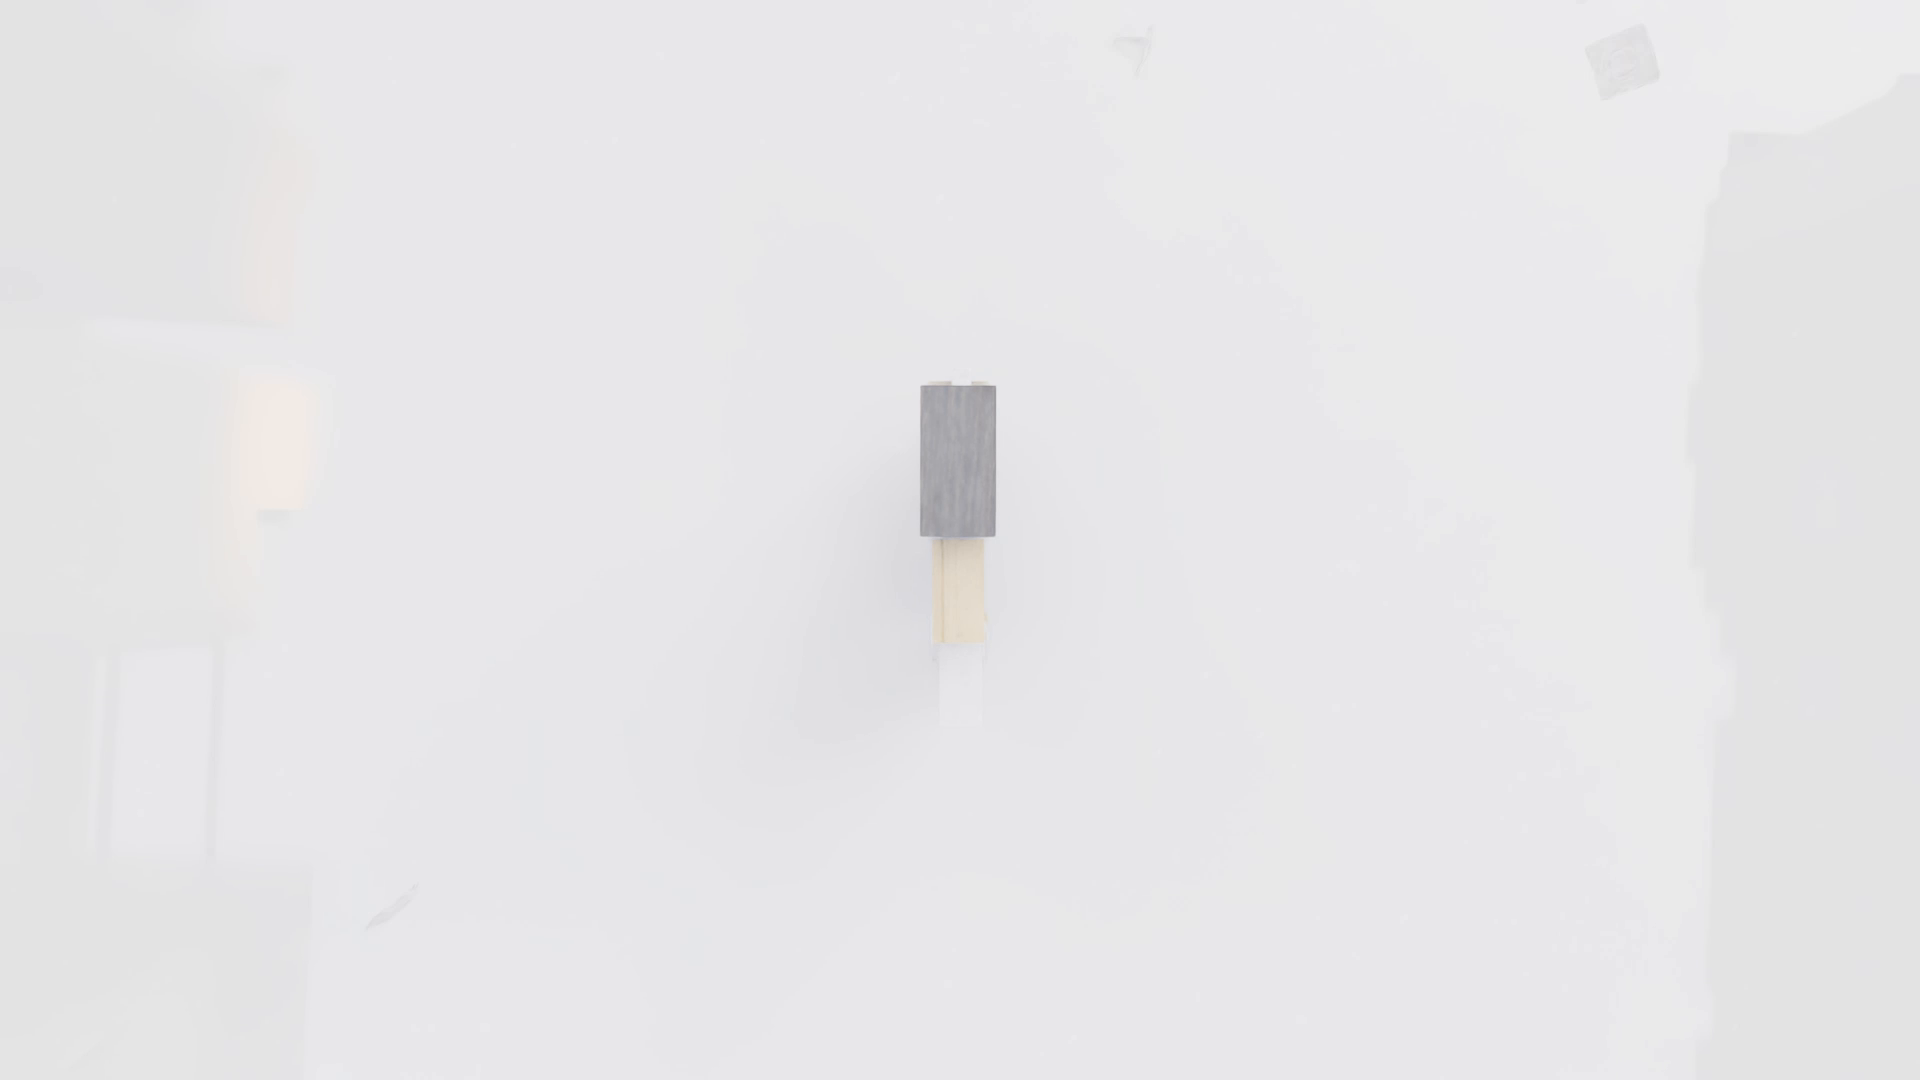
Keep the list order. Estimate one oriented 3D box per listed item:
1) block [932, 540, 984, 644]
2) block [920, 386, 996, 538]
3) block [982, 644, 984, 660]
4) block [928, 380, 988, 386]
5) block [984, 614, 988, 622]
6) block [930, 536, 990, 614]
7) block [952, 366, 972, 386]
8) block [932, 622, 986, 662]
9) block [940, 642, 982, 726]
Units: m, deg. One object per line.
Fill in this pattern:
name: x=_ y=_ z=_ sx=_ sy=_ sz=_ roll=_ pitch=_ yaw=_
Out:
block: x=-0.004 y=0.120 z=3.875 sx=0.121 sy=0.034 sz=0.242 roll=0 pitch=90 yaw=0
block: x=-0.004 y=-0.179 z=3.766 sx=0.172 sy=0.049 sz=0.344 roll=0 pitch=90 yaw=0
block: x=0.006 y=0.283 z=4.232 sx=0.106 sy=0.212 sz=0.030 roll=0 pitch=90 yaw=0
block: x=-0.004 y=-0.271 z=4.522 sx=0.163 sy=0.046 sz=0.326 roll=0 pitch=90 yaw=0
block: x=0.002 y=0.073 z=4.488 sx=0.149 sy=0.042 sz=0.299 roll=0 pitch=90 yaw=0
block: x=0.000 y=0.043 z=4.155 sx=0.145 sy=0.041 sz=0.291 roll=0 pitch=90 yaw=0
block: x=0.004 y=-0.408 z=4.387 sx=0.052 sy=0.015 sz=0.104 roll=0 pitch=90 yaw=0
block: x=-0.004 y=0.208 z=5.138 sx=0.169 sy=0.048 sz=0.338 roll=0 pitch=90 yaw=0
block: x=0.002 y=0.357 z=4.110 sx=0.106 sy=0.030 sz=0.212 roll=0 pitch=90 yaw=0
